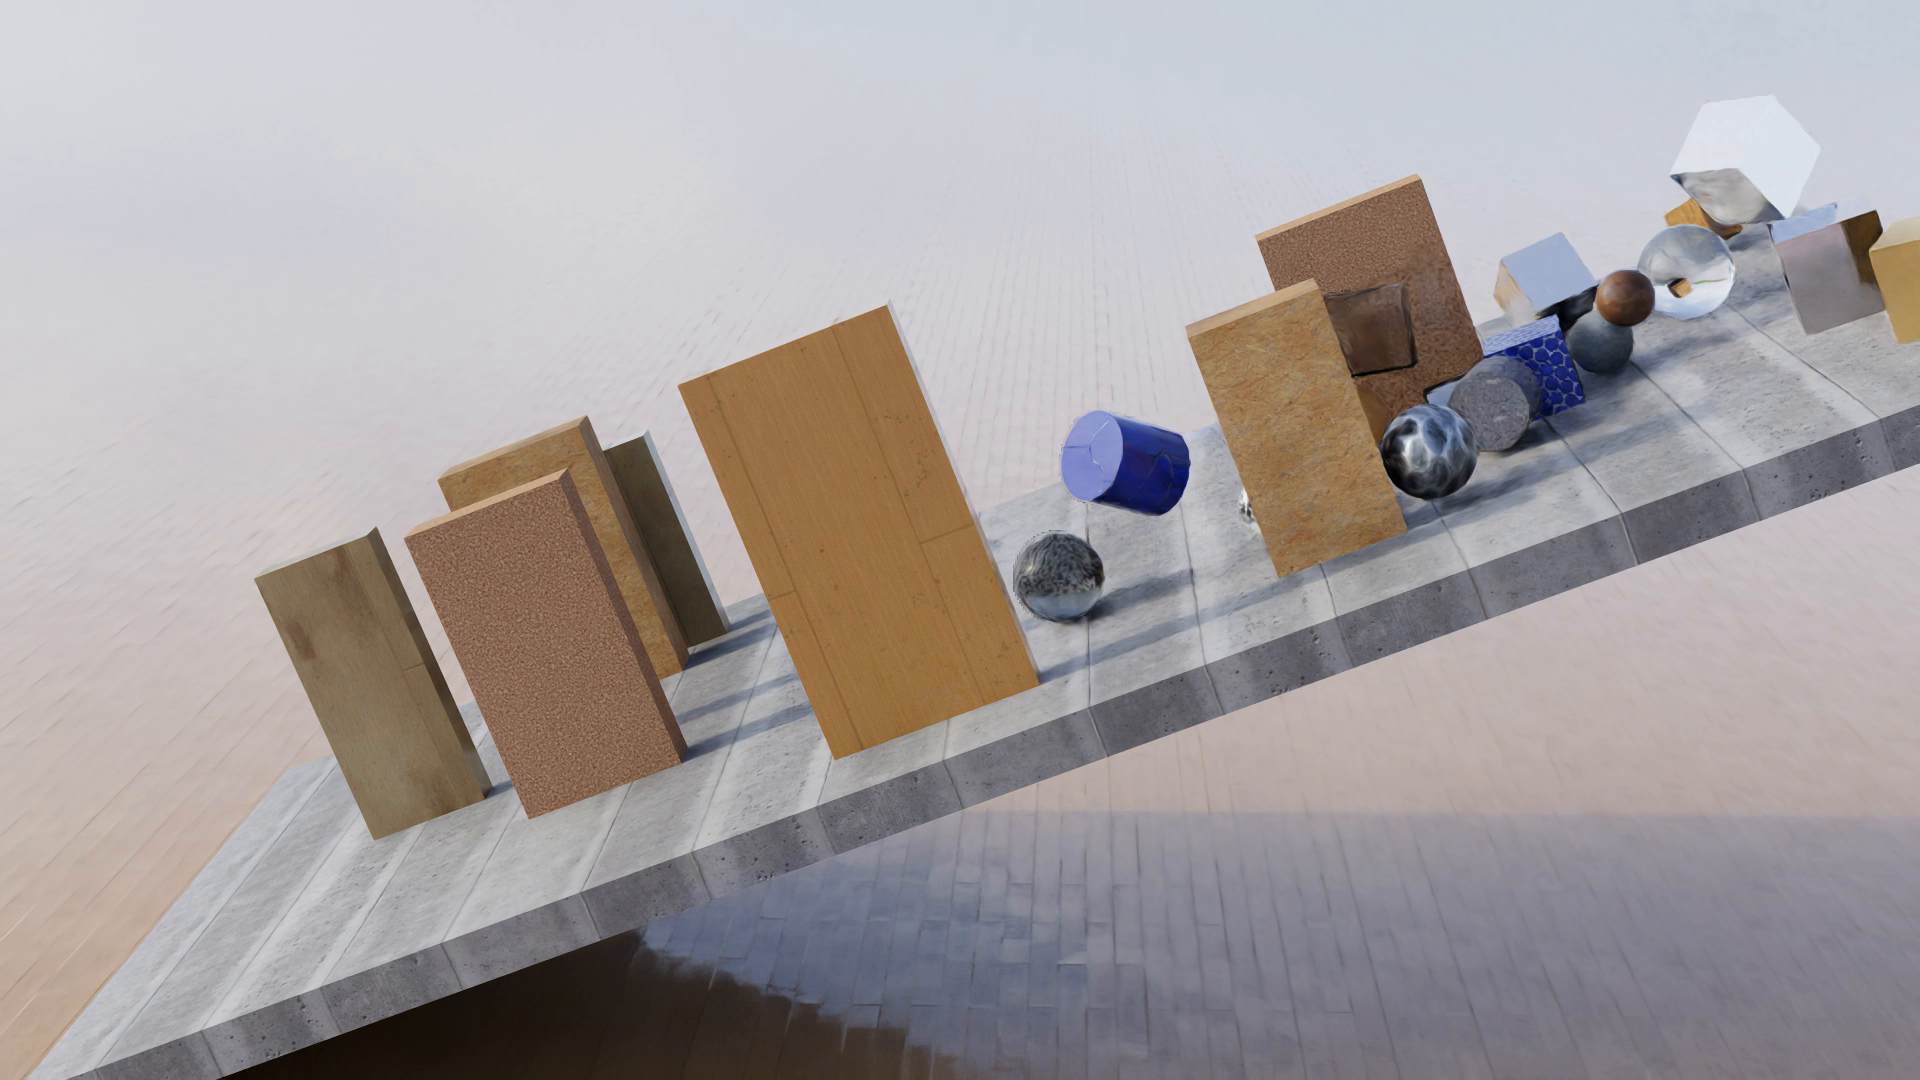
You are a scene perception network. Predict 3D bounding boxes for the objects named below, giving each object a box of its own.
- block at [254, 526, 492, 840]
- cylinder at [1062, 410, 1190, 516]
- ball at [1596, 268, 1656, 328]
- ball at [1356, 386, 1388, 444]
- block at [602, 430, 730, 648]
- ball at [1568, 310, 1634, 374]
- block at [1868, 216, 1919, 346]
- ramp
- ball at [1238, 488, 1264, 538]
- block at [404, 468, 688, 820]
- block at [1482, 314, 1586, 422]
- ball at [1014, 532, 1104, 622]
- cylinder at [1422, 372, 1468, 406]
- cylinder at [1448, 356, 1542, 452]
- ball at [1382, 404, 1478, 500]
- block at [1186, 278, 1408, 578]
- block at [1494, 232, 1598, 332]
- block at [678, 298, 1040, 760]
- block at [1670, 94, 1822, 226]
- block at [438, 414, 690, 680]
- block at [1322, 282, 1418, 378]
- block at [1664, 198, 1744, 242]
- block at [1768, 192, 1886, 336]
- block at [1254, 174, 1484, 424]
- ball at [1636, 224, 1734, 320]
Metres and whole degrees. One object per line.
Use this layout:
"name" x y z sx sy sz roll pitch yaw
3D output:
"block" -1.268 0.313 6.377 0.266 0.631 0.089 -20 12 7
"cylinder" 0.327 -0.150 5.801 0.180 0.180 0.180 13 3 -38
"ball" 1.369 -0.499 6.054 0.120 0.120 0.120 0 14 0
"ball" 0.847 -0.258 6.317 0.143 0.143 0.143 0 14 0
"block" -0.804 0.037 7.050 0.329 0.518 0.080 -20 12 7
"ball" 1.341 -0.415 6.151 0.135 0.135 0.135 0 14 0
"block" 1.843 -0.503 5.506 0.190 0.190 0.190 -13 15 36
"ramp" 0.121 0.174 6.292 4.000 0.100 2.000 -20 12 7
"ball" 0.625 -0.069 5.894 0.135 0.135 0.135 0 14 0
"block" -0.845 0.215 6.034 0.342 0.639 0.107 -20 12 7
"block" 1.184 -0.349 6.073 0.162 0.162 0.162 -19 12 14
"ball" 0.200 0.075 5.907 0.181 0.181 0.181 0 14 0
"cylinder" 1.040 -0.279 6.128 0.118 0.118 0.118 -21 12 6
"cylinder" 1.071 -0.273 5.892 0.163 0.163 0.163 5 16 19
"ball" 0.899 -0.169 5.627 0.183 0.183 0.183 0 14 0
"block" 0.642 -0.214 5.622 0.261 0.498 0.141 -20 12 7
"block" 1.319 -0.563 6.633 0.158 0.158 0.158 -24 -27 -9
"block" -0.185 -0.016 5.537 0.419 0.778 0.087 -20 12 7
"block" 1.663 -0.801 6.229 0.187 0.187 0.187 38 -19 -29
"block" -0.920 0.068 6.861 0.353 0.623 0.134 -20 12 7
"block" 0.867 -0.443 6.245 0.172 0.172 0.172 -9 5 14
"block" 1.731 -0.738 6.846 0.107 0.107 0.107 -17 -11 -34
"block" 1.748 -0.551 5.871 0.199 0.199 0.199 -19 12 15
"block" 0.912 -0.508 6.480 0.377 0.483 0.100 -20 12 7
"ball" 1.556 -0.575 6.307 0.205 0.205 0.205 0 14 0
